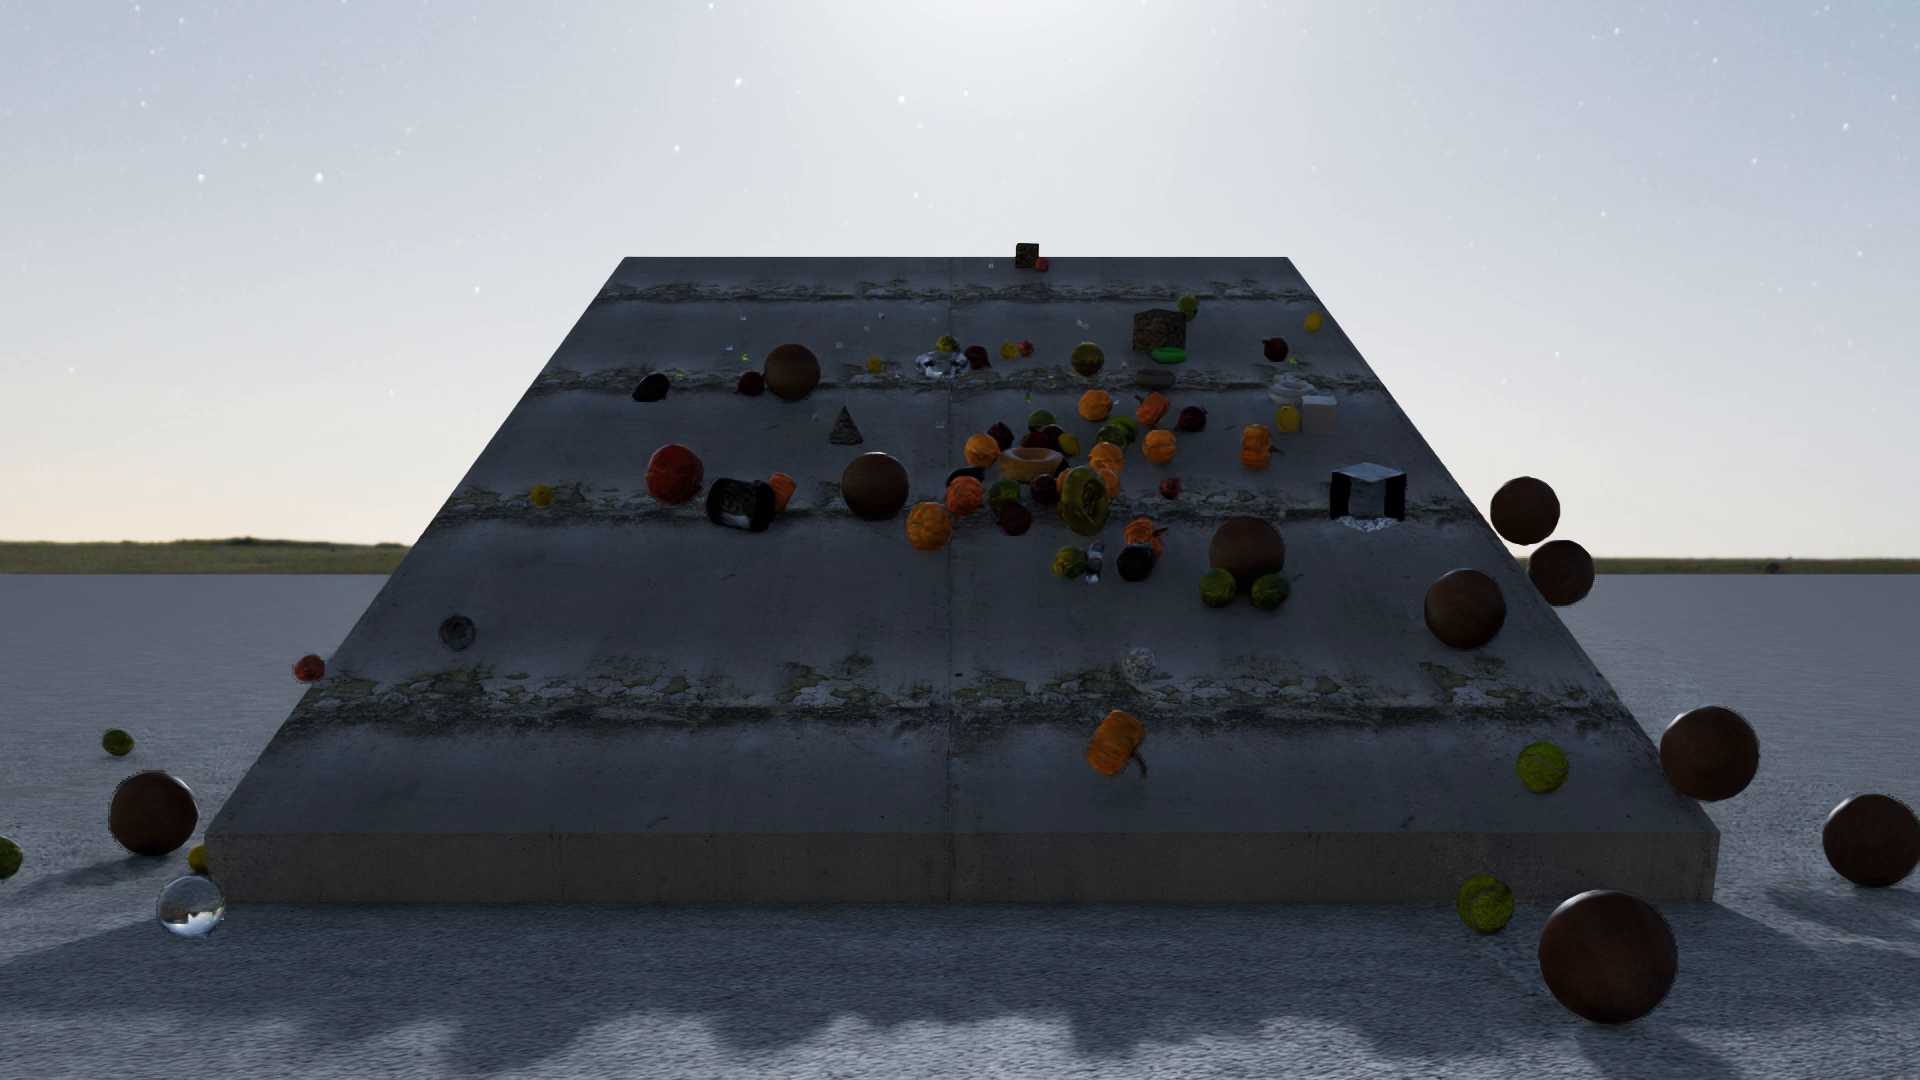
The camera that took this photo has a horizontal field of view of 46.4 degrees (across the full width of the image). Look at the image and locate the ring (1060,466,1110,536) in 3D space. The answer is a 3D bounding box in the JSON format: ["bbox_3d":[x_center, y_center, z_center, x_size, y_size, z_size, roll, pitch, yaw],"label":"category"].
[{"bbox_3d":[0.232,-0.072,4.147,0.044,0.131,0.131,-5,-4,35],"label":"ring"}]

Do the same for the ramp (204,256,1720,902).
[{"bbox_3d":[-0.004,-0.187,4.866,2.000,0.100,4.000,0,18,0],"label":"ramp"}]

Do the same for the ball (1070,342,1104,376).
[{"bbox_3d":[0.303,-0.430,5.321,0.080,0.080,0.080,0,-1,0],"label":"ball"}]

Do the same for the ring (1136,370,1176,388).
[{"bbox_3d":[0.459,-0.378,5.244,0.093,0.031,0.093,0,17,0],"label":"ring"}]

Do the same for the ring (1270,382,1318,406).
[{"bbox_3d":[0.760,-0.333,5.097,0.111,0.037,0.111,0,20,0],"label":"ring"}]

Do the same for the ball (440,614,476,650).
[{"bbox_3d":[-0.804,0.148,3.584,0.056,0.056,0.056,0,-1,0],"label":"ball"}]

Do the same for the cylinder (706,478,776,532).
[{"bbox_3d":[-0.409,-0.066,4.182,0.091,0.091,0.091,10,4,28],"label":"cylinder"}]

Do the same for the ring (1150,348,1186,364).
[{"bbox_3d":[0.509,-0.450,5.467,0.087,0.029,0.087,1,17,0],"label":"ring"}]

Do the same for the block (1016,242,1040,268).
[{"bbox_3d":[0.198,-0.838,6.597,0.064,0.064,0.064,2,18,7],"label":"block"}]

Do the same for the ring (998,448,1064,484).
[{"bbox_3d":[0.145,-0.151,4.519,0.142,0.047,0.142,1,19,0],"label":"ring"}]

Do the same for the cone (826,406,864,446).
[{"bbox_3d":[-0.246,-0.250,4.766,0.082,0.082,0.082,0,18,0],"label":"cone"}]

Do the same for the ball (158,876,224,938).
[{"bbox_3d":[-0.921,0.440,2.682,0.075,0.075,0.075,0,-1,0],"label":"ball"}]

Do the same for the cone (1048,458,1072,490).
[{"bbox_3d":[0.207,-0.137,4.454,0.062,0.062,0.062,0,18,0],"label":"cone"}]

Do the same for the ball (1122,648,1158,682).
[{"bbox_3d":[0.278,0.193,3.454,0.054,0.054,0.054,0,-1,0],"label":"ball"}]

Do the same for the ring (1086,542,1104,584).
[{"bbox_3d":[0.234,0.039,3.890,0.026,0.077,0.077,8,0,3],"label":"ring"}]

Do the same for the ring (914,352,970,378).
[{"bbox_3d":[-0.042,-0.416,5.336,0.134,0.045,0.134,0,19,0],"label":"ring"}]

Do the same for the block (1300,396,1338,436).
[{"bbox_3d":[0.776,-0.268,4.841,0.071,0.071,0.071,2,18,5],"label":"block"}]

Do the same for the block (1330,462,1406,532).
[{"bbox_3d":[0.770,-0.082,4.228,0.098,0.098,0.098,-14,23,-36],"label":"block"}]

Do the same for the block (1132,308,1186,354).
[{"bbox_3d":[0.496,-0.516,5.565,0.094,0.094,0.094,14,22,35],"label":"block"}]
